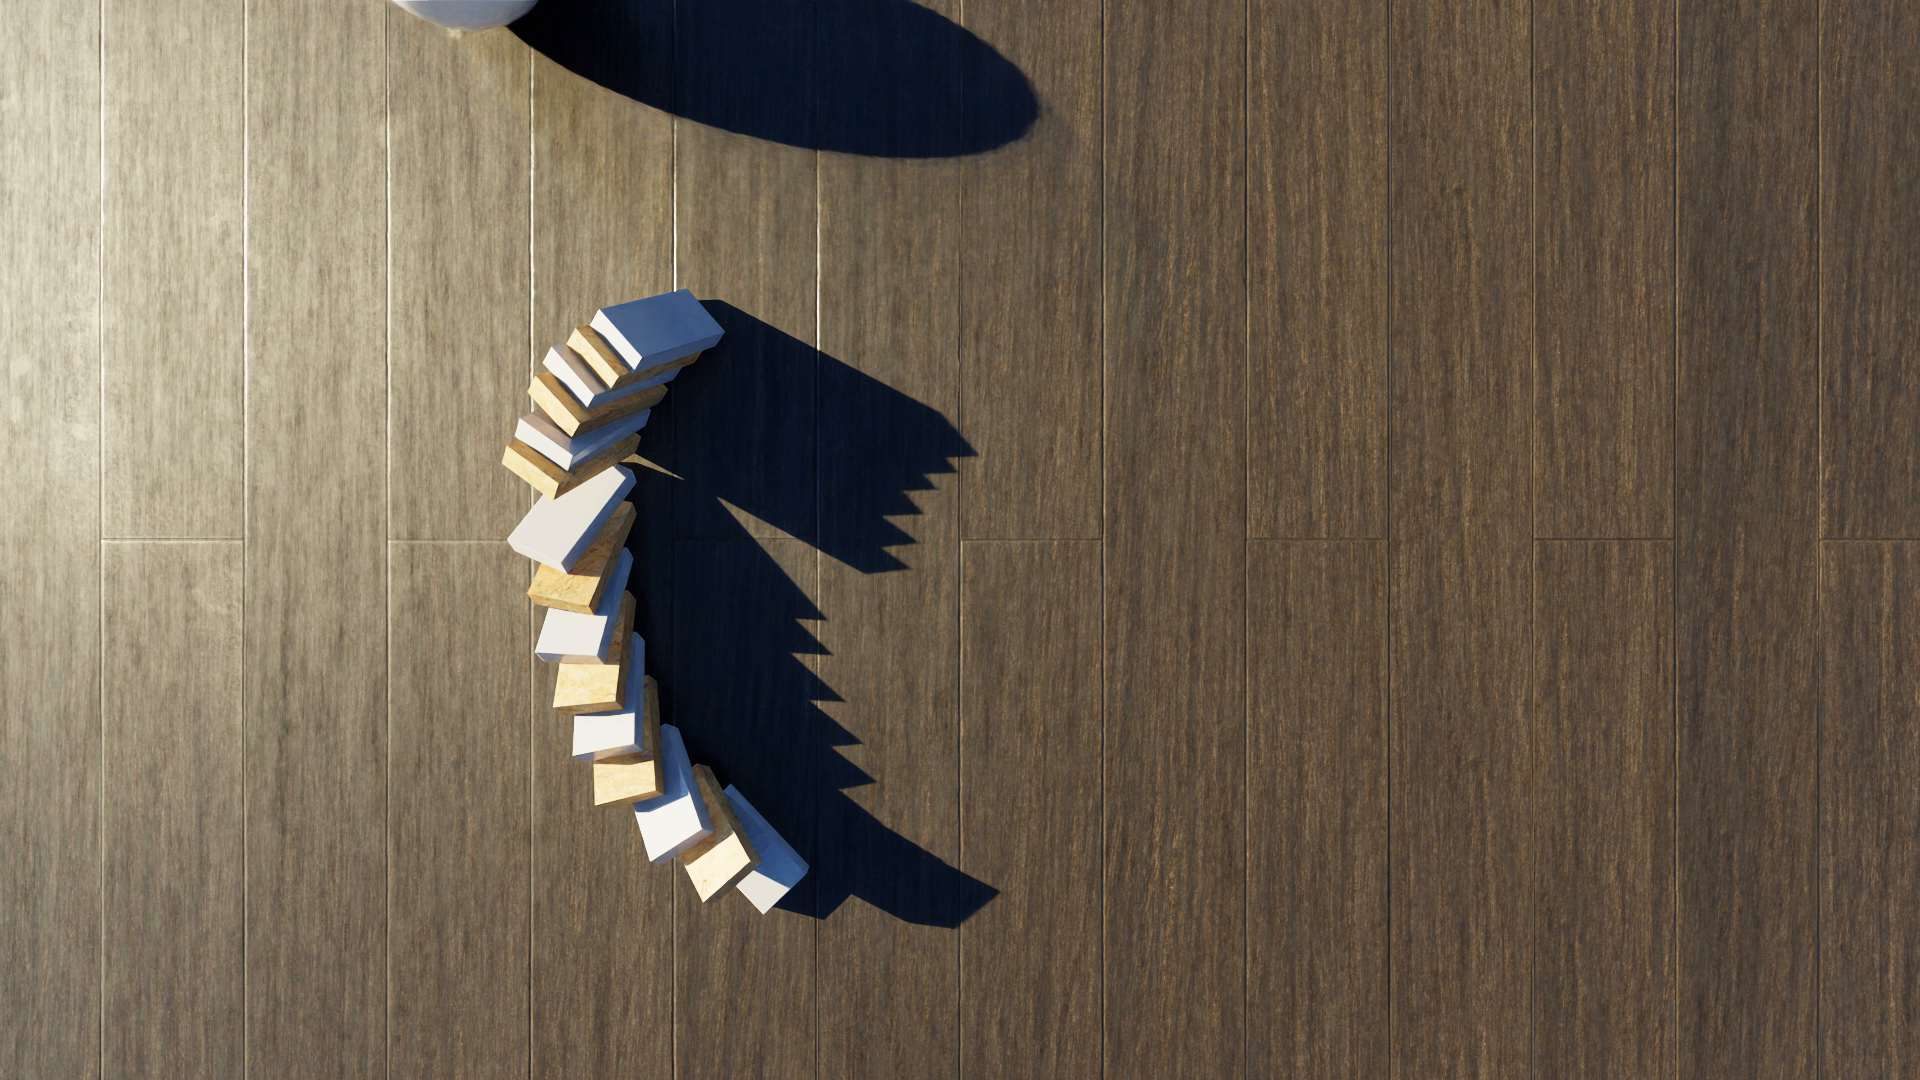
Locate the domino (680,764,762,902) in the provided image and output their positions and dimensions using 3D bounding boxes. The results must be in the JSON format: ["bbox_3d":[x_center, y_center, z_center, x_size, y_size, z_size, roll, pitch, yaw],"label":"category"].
[{"bbox_3d":[-0.105,0.121,0.381,0.025,0.010,0.050,-42,60,1],"label":"domino"}]

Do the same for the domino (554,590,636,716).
[{"bbox_3d":[-0.152,0.047,0.383,0.025,0.009,0.050,-6,59,1],"label":"domino"}]

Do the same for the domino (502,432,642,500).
[{"bbox_3d":[-0.158,-0.037,0.377,0.025,0.050,0.009,36,125,1],"label":"domino"}]

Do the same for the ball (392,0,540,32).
[{"bbox_3d":[-0.201,-0.246,0.360,0.080,0.080,0.080,0,90,0],"label":"ball"}]

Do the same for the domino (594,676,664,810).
[{"bbox_3d":[-0.140,0.084,0.384,0.025,0.010,0.050,-14,63,0],"label":"domino"}]

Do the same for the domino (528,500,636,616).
[{"bbox_3d":[-0.157,0.005,0.383,0.025,0.009,0.050,11,60,0],"label":"domino"}]

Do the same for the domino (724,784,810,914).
[{"bbox_3d":[-0.092,0.133,0.395,0.025,0.009,0.050,-44,90,0],"label":"domino"}]

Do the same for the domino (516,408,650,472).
[{"bbox_3d":[-0.154,-0.048,0.377,0.025,0.050,0.009,35,125,0],"label":"domino"}]

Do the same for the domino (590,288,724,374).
[{"bbox_3d":[-0.123,-0.087,0.377,0.025,0.050,0.010,48,126,0],"label":"domino"}]

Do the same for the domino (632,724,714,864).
[{"bbox_3d":[-0.123,0.105,0.383,0.025,0.010,0.050,-33,61,3],"label":"domino"}]

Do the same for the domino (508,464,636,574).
[{"bbox_3d":[-0.161,-0.013,0.382,0.025,0.009,0.050,22,60,7],"label":"domino"}]

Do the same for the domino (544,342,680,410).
[{"bbox_3d":[-0.141,-0.072,0.377,0.025,0.050,0.010,49,126,0],"label":"domino"}]

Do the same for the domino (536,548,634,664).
[{"bbox_3d":[-0.156,0.026,0.383,0.025,0.010,0.050,3,60,1],"label":"domino"}]

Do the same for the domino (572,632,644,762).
[{"bbox_3d":[-0.146,0.065,0.383,0.025,0.010,0.050,-11,60,0],"label":"domino"}]

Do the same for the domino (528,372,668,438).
[{"bbox_3d":[-0.148,-0.061,0.377,0.025,0.050,0.010,47,126,0],"label":"domino"}]

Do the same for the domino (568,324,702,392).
[{"bbox_3d":[-0.132,-0.080,0.377,0.025,0.050,0.010,48,126,0],"label":"domino"}]
